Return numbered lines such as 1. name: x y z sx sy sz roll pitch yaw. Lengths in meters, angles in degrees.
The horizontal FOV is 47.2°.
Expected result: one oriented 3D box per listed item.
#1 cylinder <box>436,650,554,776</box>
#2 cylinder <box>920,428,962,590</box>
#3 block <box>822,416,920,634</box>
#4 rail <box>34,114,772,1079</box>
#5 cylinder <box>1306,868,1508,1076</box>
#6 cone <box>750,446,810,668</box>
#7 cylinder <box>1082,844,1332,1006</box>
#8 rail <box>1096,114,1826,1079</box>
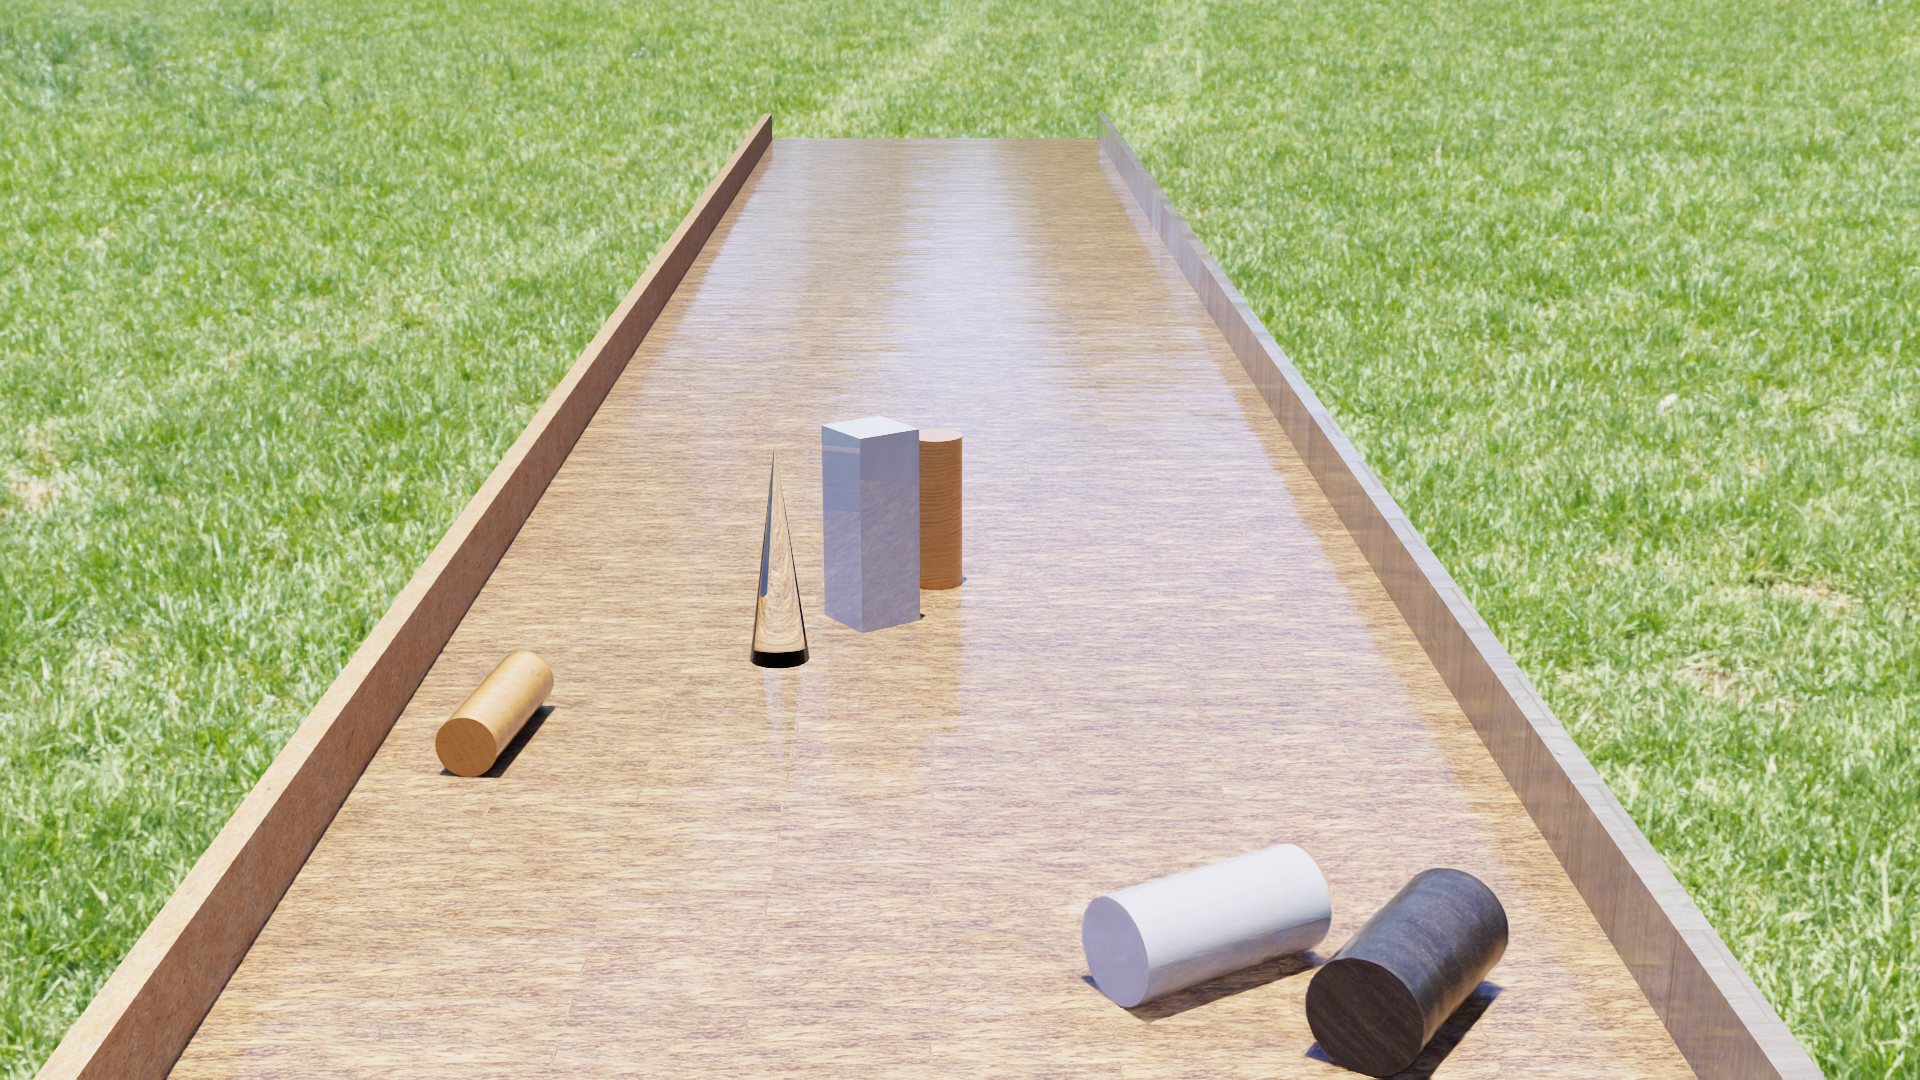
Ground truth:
1. cylinder: -0.839 0.311 3.986 0.111 0.111 0.349 2 17 6
2. cylinder: -0.054 -0.068 4.862 0.119 0.338 0.119 0 17 0
3. block: -0.186 -0.034 4.612 0.146 0.416 0.146 -11 20 -34
4. rail: -1.118 -0.838 7.780 0.050 0.150 12.000 0 17 -1
5. cylinder: 0.611 0.581 2.986 0.164 0.164 0.325 10 19 31
6. cone: -0.363 0.024 4.362 0.120 0.447 0.120 0 17 0
7. cylinder: 0.352 0.544 3.124 0.328 0.156 0.156 -10 19 -31
8. rail: 0.932 -0.844 7.801 0.050 0.150 12.000 0 17 -1
